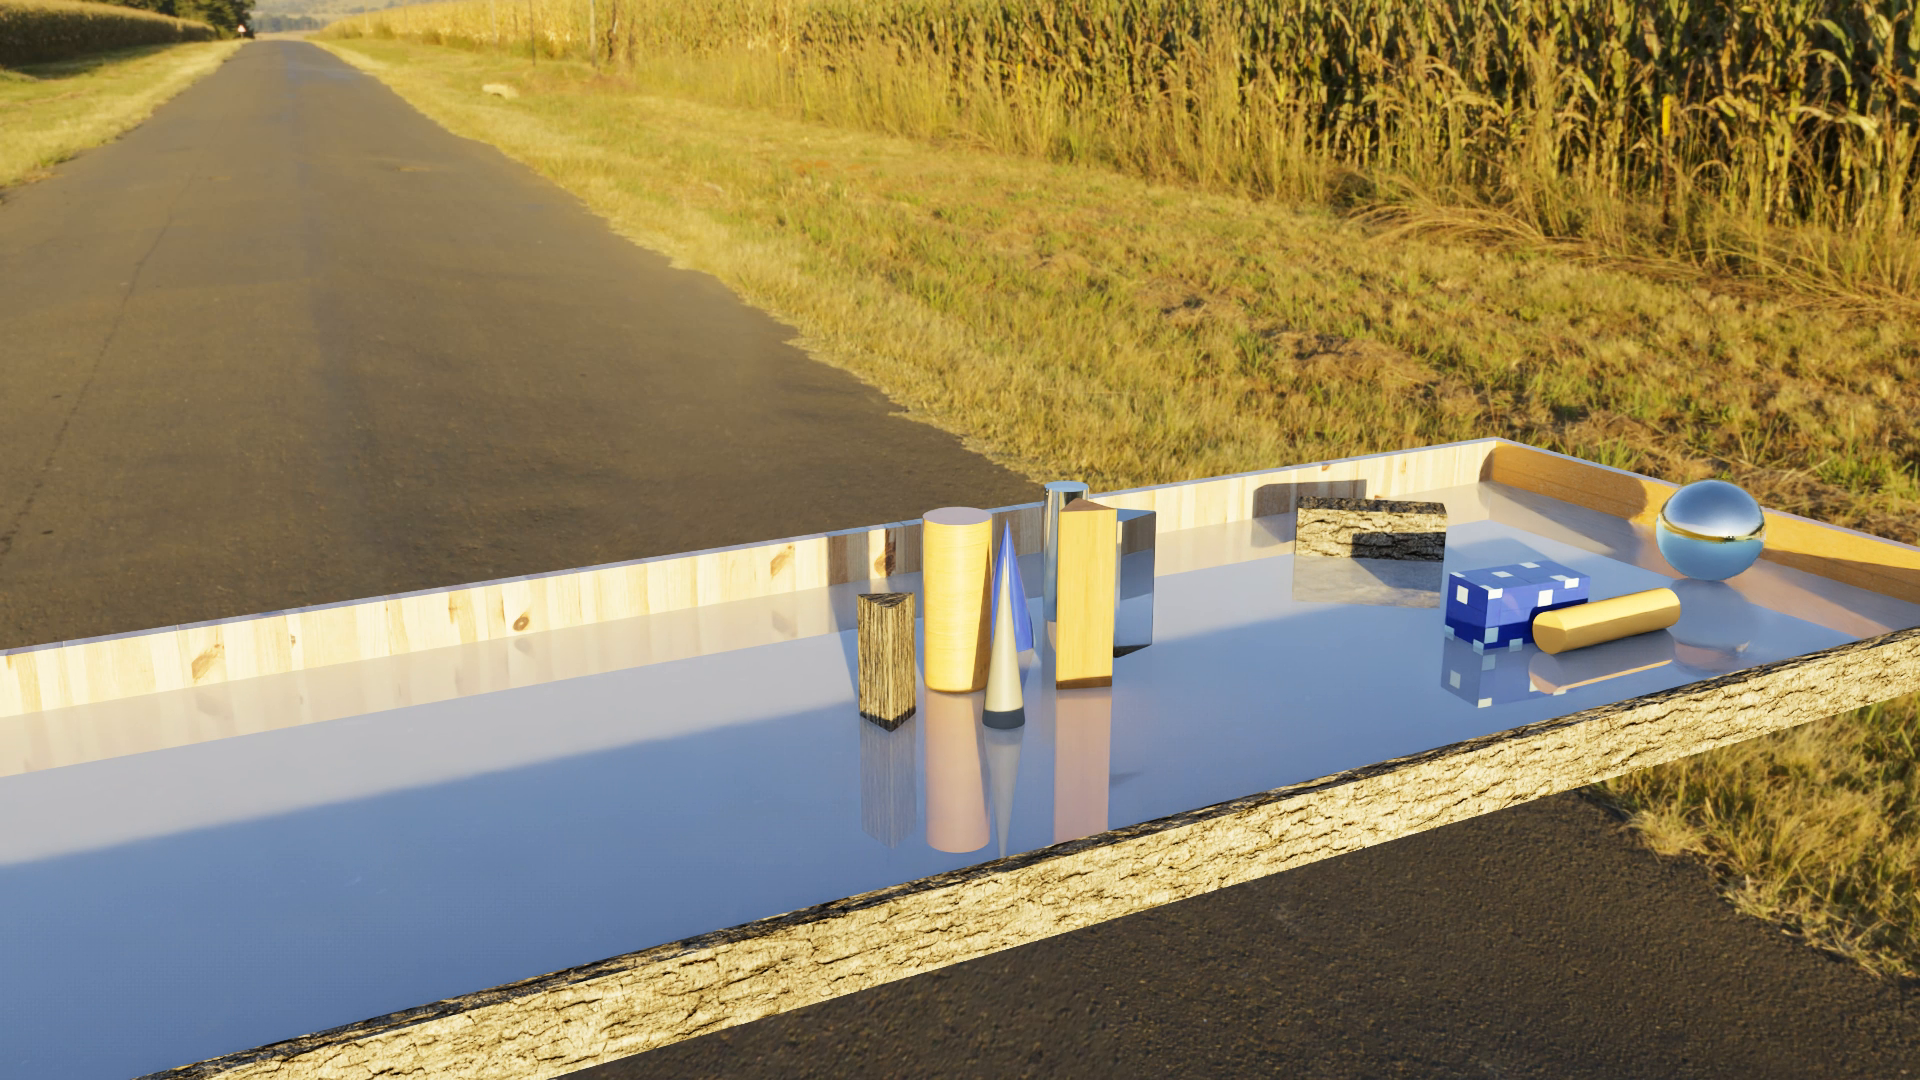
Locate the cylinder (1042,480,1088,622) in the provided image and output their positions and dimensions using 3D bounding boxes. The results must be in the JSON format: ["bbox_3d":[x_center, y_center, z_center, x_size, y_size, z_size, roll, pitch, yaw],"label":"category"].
[{"bbox_3d":[0.293,0.033,4.574,0.122,0.376,0.122,0,16,0],"label":"cylinder"}]

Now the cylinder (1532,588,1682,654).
[{"bbox_3d":[1.739,0.215,4.428,0.441,0.111,0.111,-9,19,-27],"label":"cylinder"}]

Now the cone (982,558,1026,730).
[{"bbox_3d":[0.103,0.232,3.842,0.104,0.409,0.104,0,16,0],"label":"cone"}]

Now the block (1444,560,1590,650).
[{"bbox_3d":[1.510,0.173,4.474,0.333,0.165,0.165,-6,18,-20],"label":"block"}]

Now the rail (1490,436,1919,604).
[{"bbox_3d":[2.466,-0.048,5.253,0.050,0.150,2.100,-9,18,-27],"label":"rail"}]

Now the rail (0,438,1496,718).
[{"bbox_3d":[-3.305,0.497,3.399,12.000,0.150,0.050,-9,18,-27],"label":"rail"}]

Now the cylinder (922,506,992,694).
[{"bbox_3d":[-0.006,0.149,4.084,0.170,0.432,0.170,0,16,0],"label":"cylinder"}]

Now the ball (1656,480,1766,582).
[{"bbox_3d":[2.236,-0.028,4.914,0.302,0.302,0.302,0,16,0],"label":"ball"}]

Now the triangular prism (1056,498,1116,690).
[{"bbox_3d":[0.300,0.131,4.097,0.140,0.457,0.121,-3,17,-9],"label":"triangular prism"}]

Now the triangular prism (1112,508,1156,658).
[{"bbox_3d":[0.415,0.103,4.349,0.148,0.369,0.128,-16,23,-43],"label":"triangular prism"}]

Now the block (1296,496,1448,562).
[{"bbox_3d":[1.293,-0.036,5.207,0.451,0.152,0.152,3,17,10],"label":"block"}]

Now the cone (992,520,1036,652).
[{"bbox_3d":[0.124,0.109,4.374,0.163,0.345,0.163,0,16,0],"label":"cone"}]

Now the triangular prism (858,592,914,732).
[{"bbox_3d":[-0.154,0.277,3.877,0.115,0.301,0.132,-12,20,-35],"label":"triangular prism"}]

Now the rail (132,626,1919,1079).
[{"bbox_3d":[-2.336,1.006,1.665,12.000,0.150,0.050,-9,18,-27],"label":"rail"}]
